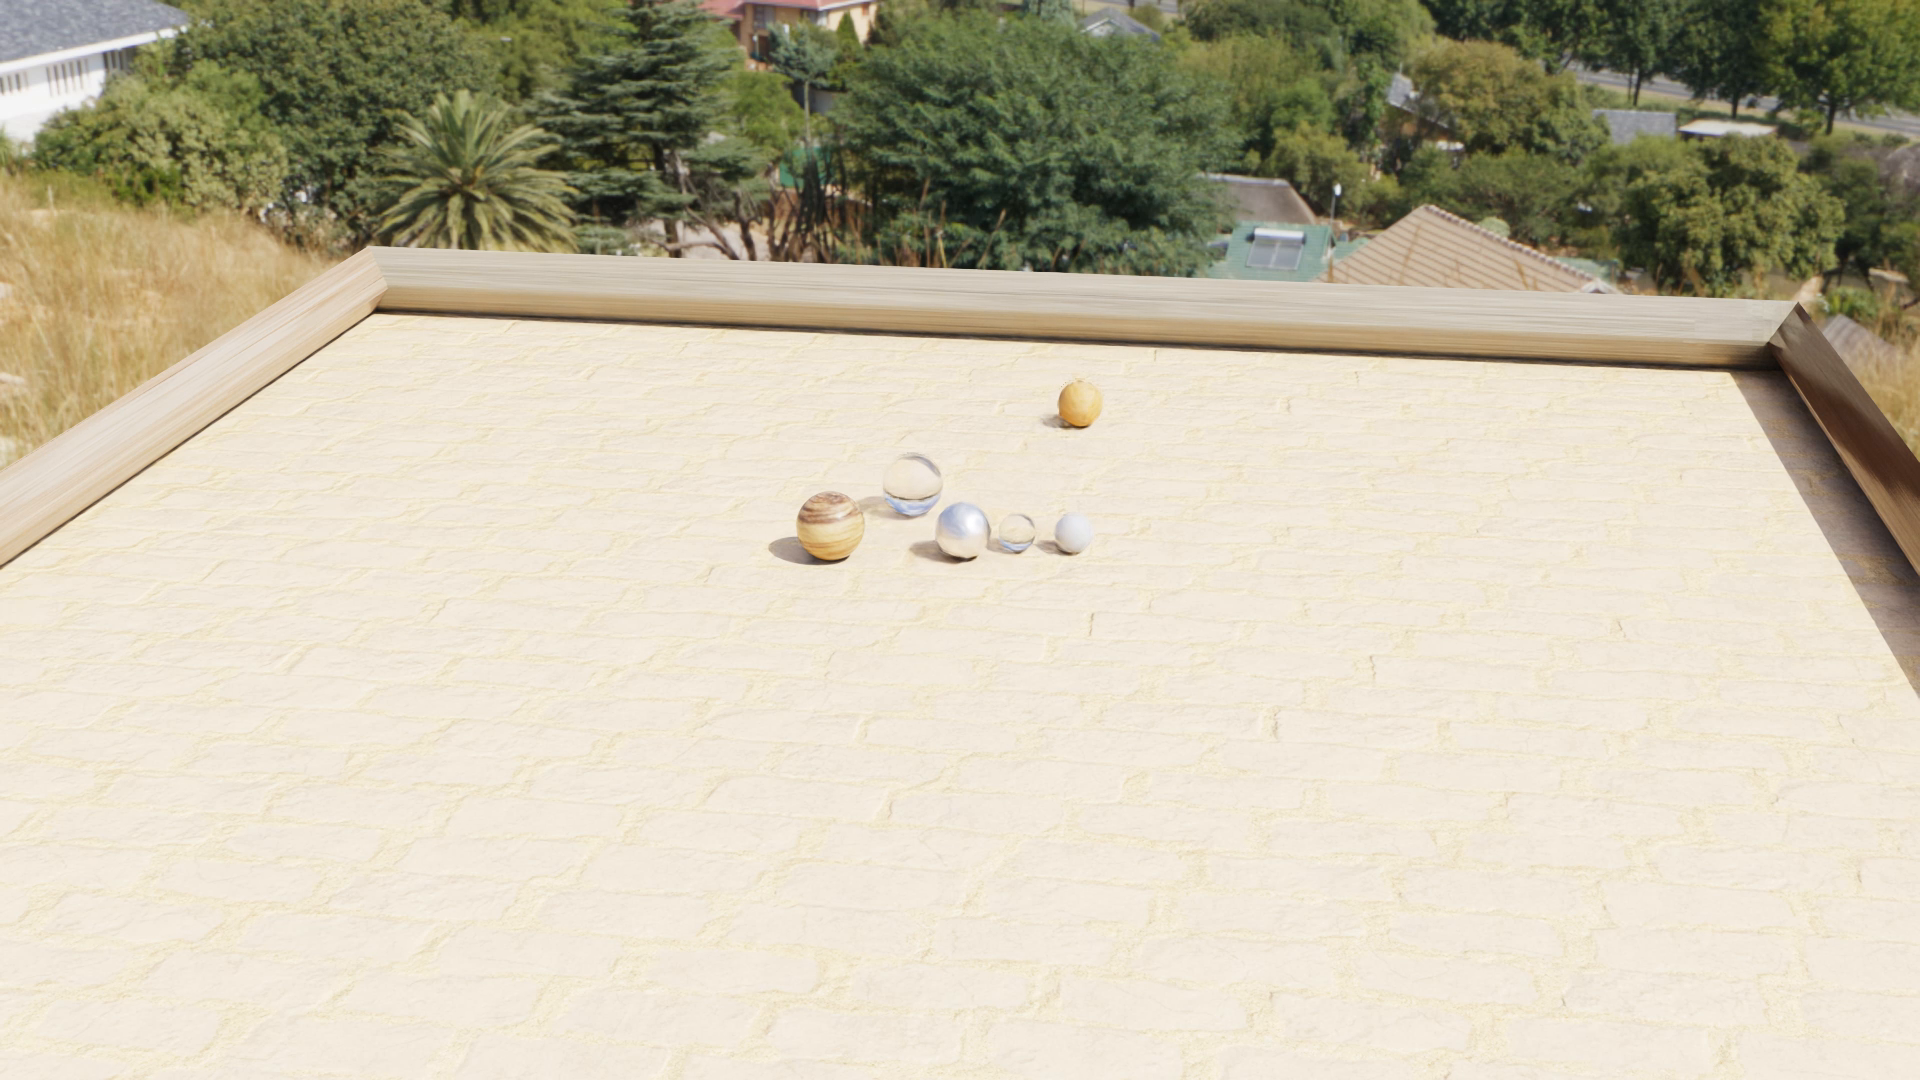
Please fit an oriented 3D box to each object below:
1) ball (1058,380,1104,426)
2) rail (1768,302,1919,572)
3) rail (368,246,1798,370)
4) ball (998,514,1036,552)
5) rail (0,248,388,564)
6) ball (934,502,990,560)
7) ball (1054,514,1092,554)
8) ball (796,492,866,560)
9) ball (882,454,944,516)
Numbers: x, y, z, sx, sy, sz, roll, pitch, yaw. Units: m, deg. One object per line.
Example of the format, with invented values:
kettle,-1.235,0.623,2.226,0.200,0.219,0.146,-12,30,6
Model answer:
ball,0.162,-0.183,2.960,0.062,0.062,0.062,0,22,0
rail,0.910,0.373,1.502,0.045,0.103,3.665,3,22,8
rail,0.134,-0.346,3.312,2.166,0.103,0.045,3,22,8
ball,0.066,-0.009,2.545,0.044,0.044,0.044,0,22,0
rail,-1.185,0.256,1.797,0.045,0.103,3.665,3,22,8
ball,0.003,-0.010,2.521,0.065,0.065,0.065,0,22,0
ball,0.131,-0.007,2.540,0.045,0.045,0.045,0,22,0
ball,-0.148,-0.016,2.516,0.080,0.080,0.080,0,22,0
ball,-0.057,-0.066,2.650,0.073,0.073,0.073,0,22,0
